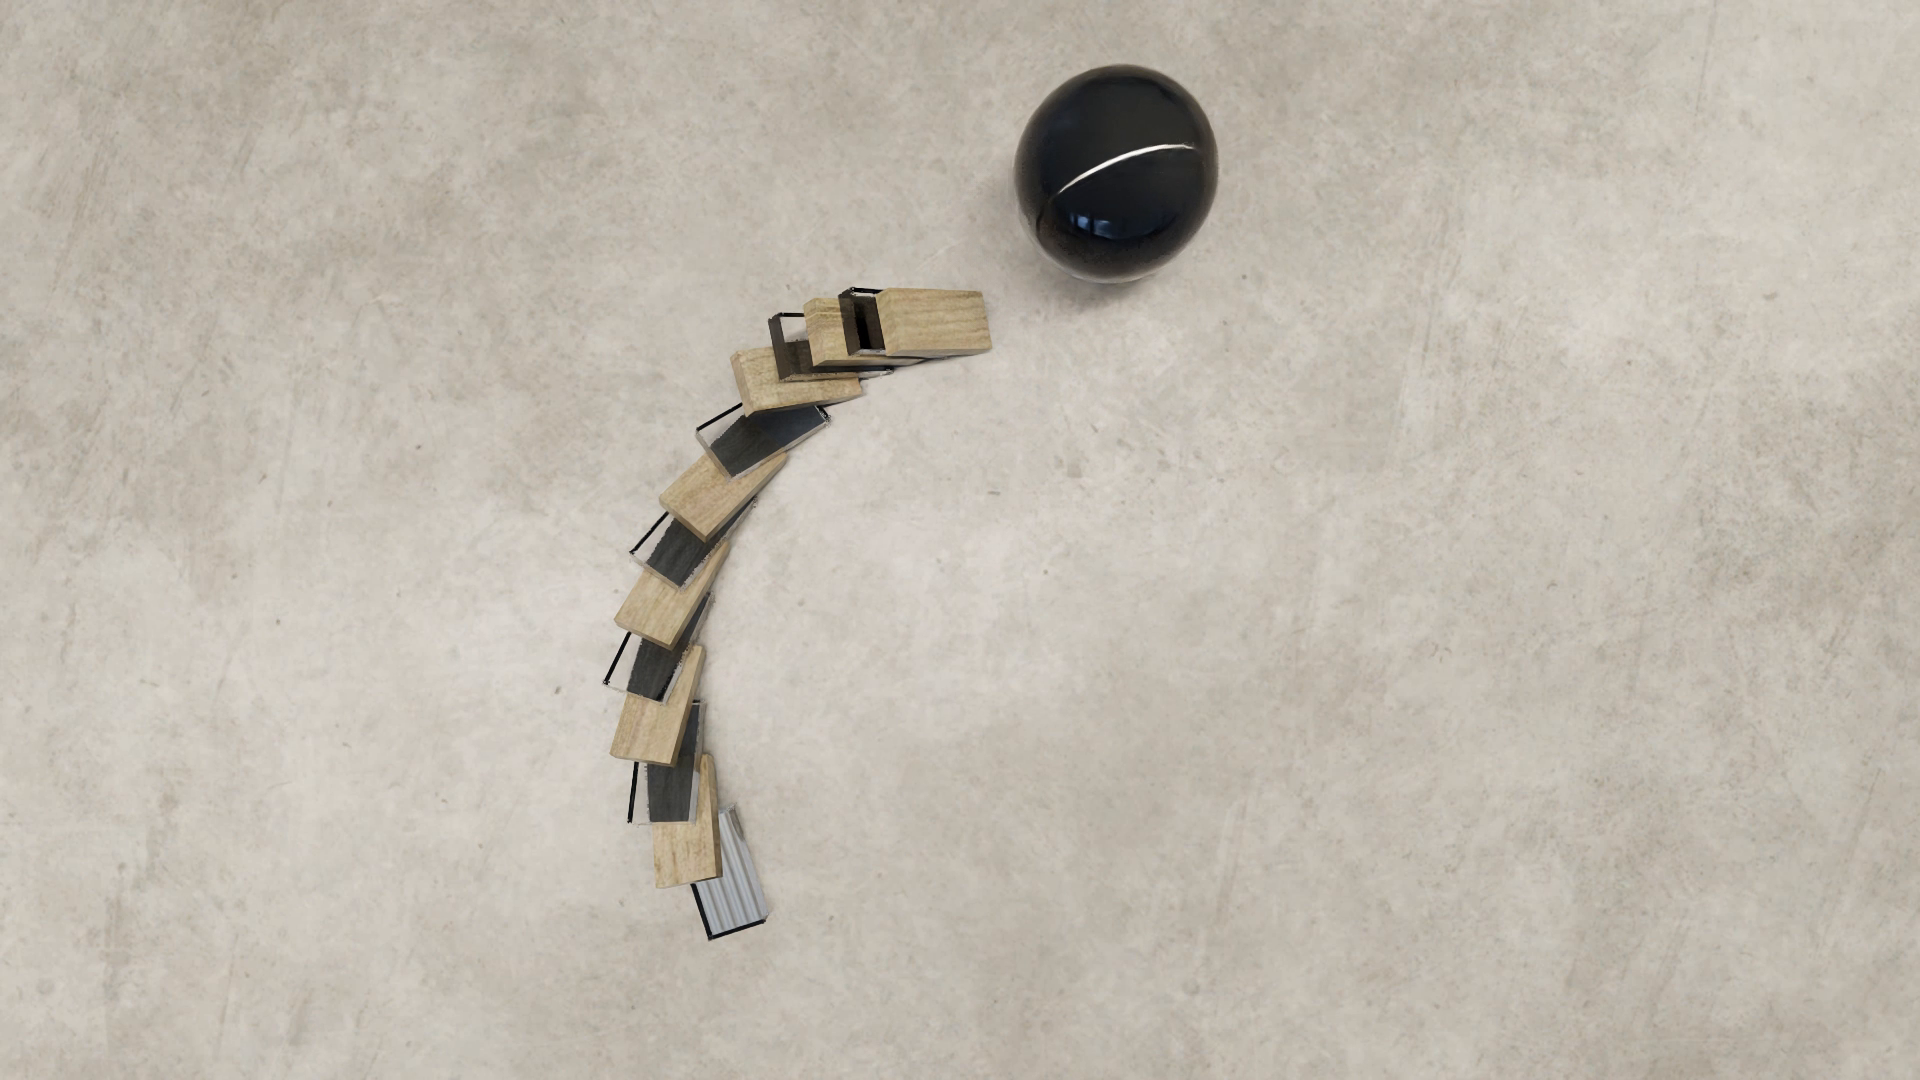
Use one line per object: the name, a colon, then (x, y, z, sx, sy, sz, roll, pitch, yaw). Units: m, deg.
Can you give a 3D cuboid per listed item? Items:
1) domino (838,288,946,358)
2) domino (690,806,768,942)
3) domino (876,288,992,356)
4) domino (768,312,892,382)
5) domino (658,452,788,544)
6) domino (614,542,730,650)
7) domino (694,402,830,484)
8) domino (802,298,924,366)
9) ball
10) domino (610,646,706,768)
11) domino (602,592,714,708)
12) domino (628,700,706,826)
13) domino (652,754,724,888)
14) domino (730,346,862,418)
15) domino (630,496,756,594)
domino: (-0.025, -0.089, 0.380, 0.050, 0.010, 0.025, -8, 88, -40)
domino: (-0.103, 0.143, 0.395, 0.025, 0.010, 0.050, -18, 90, 0)
domino: (-0.010, -0.090, 0.380, 0.050, 0.010, 0.025, -11, 90, -40)
domino: (-0.053, -0.080, 0.380, 0.050, 0.010, 0.025, -12, 90, -40)
domino: (-0.099, -0.025, 0.385, 0.025, 0.009, 0.050, 40, 66, 1)
domino: (-0.120, 0.018, 0.385, 0.025, 0.009, 0.050, 25, 65, 0)
domino: (-0.083, -0.048, 0.386, 0.050, 0.009, 0.025, -36, 90, -23)
domino: (-0.039, -0.086, 0.380, 0.050, 0.010, 0.025, -10, 89, -40)
ball: (0.060, -0.142, 0.360, 0.080, 0.080, 0.080, 0, 90, 0)
domino: (-0.126, 0.068, 0.385, 0.025, 0.009, 0.050, 9, 66, 0)
domino: (-0.126, 0.042, 0.386, 0.025, 0.009, 0.050, 19, 66, 0)
domino: (-0.123, 0.093, 0.385, 0.025, 0.009, 0.050, -1, 66, 0)
domino: (-0.116, 0.118, 0.386, 0.025, 0.009, 0.050, -11, 67, 0)
domino: (-0.068, -0.068, 0.382, 0.050, 0.010, 0.025, -16, 90, -34)
domino: (-0.112, -0.005, 0.385, 0.025, 0.009, 0.050, 34, 66, 0)
